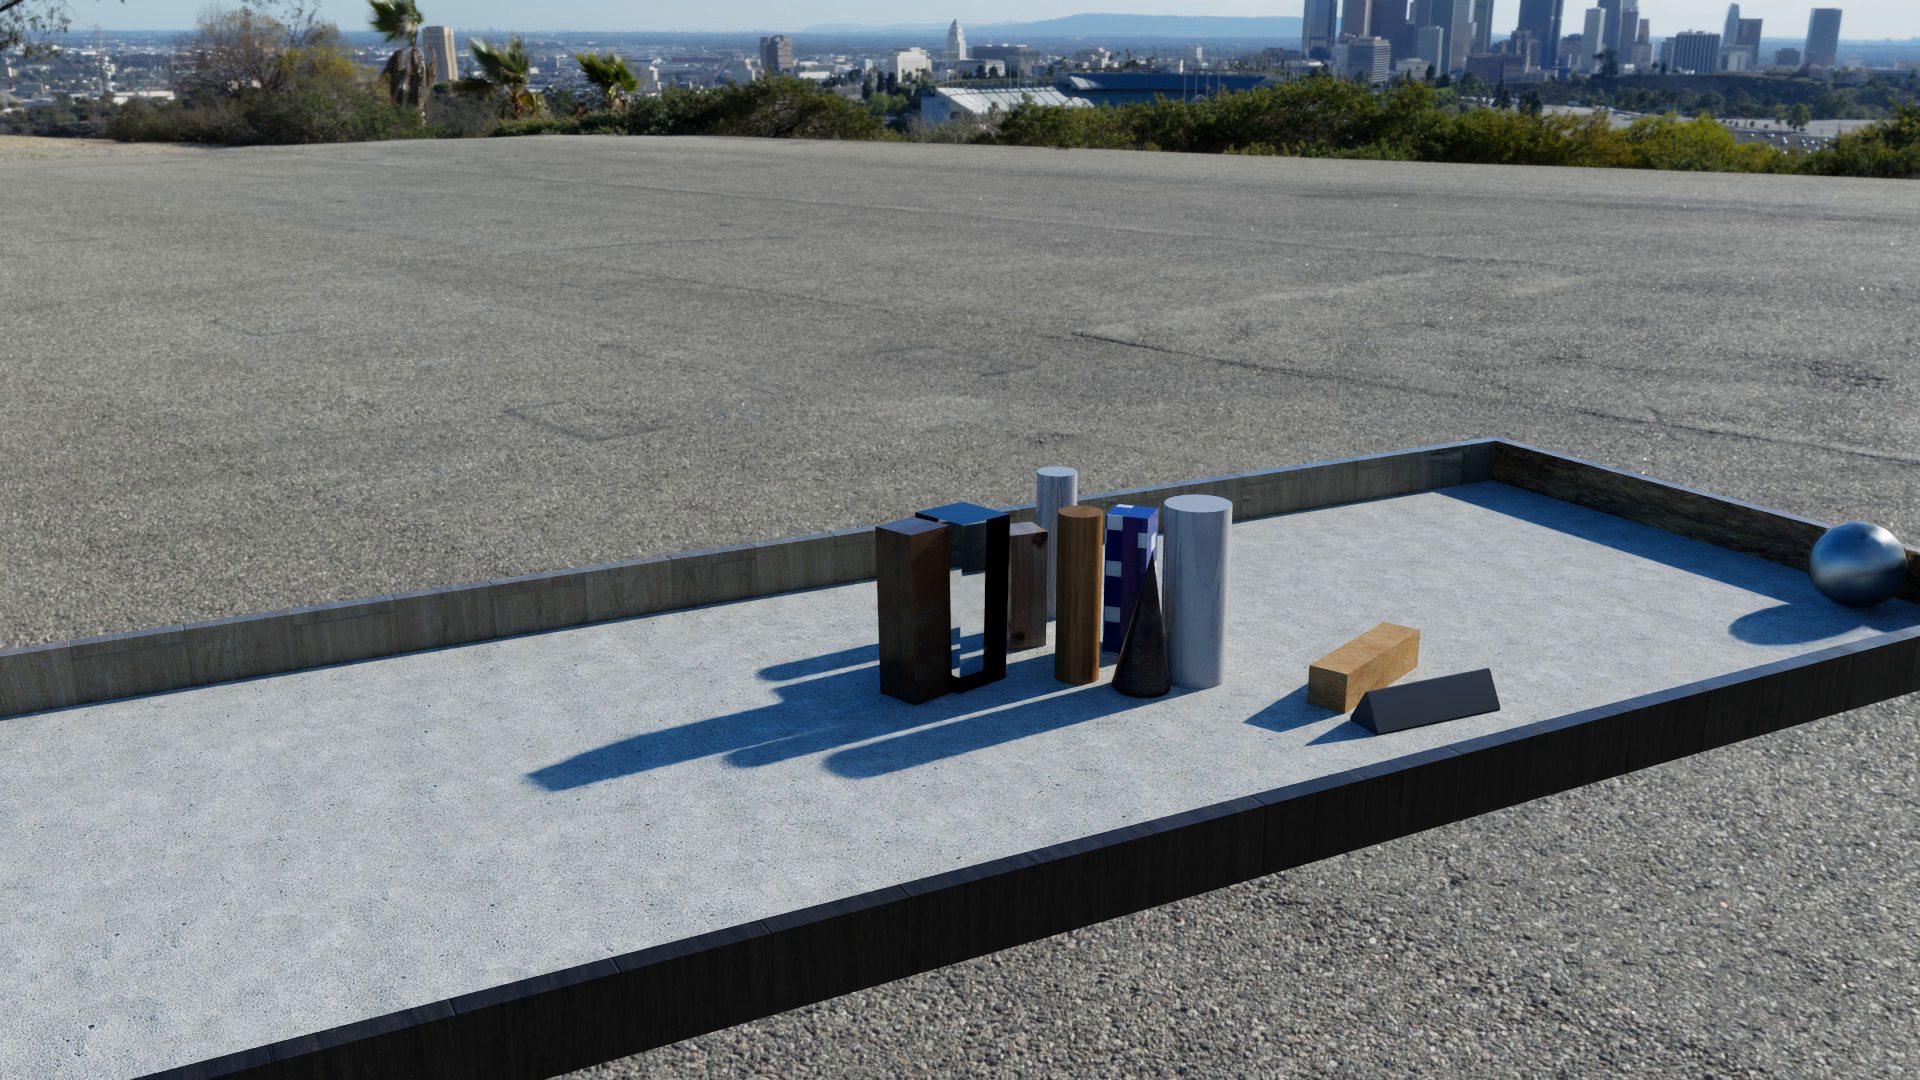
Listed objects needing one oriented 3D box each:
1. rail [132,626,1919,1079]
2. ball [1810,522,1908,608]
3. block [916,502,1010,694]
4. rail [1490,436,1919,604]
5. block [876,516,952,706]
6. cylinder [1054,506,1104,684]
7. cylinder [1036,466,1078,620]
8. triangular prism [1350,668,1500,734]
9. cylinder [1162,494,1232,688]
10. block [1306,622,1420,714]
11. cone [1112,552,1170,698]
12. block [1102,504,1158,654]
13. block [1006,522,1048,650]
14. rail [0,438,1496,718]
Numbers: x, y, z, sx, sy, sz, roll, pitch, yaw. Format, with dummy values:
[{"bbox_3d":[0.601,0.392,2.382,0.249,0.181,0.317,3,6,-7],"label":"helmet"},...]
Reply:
[{"bbox_3d":[-2.336,1.006,1.665,12.000,0.150,0.050,-9,18,-27],"label":"rail"},{"bbox_3d":[2.548,0.071,4.682,0.244,0.244,0.244,0,16,0],"label":"ball"},{"bbox_3d":[0.002,0.140,4.110,0.165,0.428,0.165,-14,21,-43],"label":"block"},{"bbox_3d":[2.466,-0.048,5.253,0.050,0.150,2.100,-9,18,-27],"label":"rail"},{"bbox_3d":[-0.111,0.171,4.013,0.125,0.426,0.125,-16,21,-43],"label":"block"},{"bbox_3d":[0.296,0.138,4.114,0.112,0.434,0.112,0,17,0],"label":"cylinder"},{"bbox_3d":[0.268,0.008,4.597,0.113,0.411,0.113,0,16,0],"label":"cylinder"},{"bbox_3d":[1.111,0.373,3.920,0.366,0.089,0.103,-7,18,-24],"label":"triangular prism"},{"bbox_3d":[0.587,0.128,4.109,0.166,0.455,0.166,-1,17,0],"label":"cylinder"},{"bbox_3d":[1.009,0.314,4.109,0.100,0.100,0.408,13,21,37],"label":"block"},{"bbox_3d":[0.457,0.192,4.036,0.147,0.362,0.147,2,22,-1],"label":"cone"},{"bbox_3d":[0.447,0.106,4.324,0.111,0.377,0.111,6,17,20],"label":"block"},{"bbox_3d":[0.161,0.122,4.377,0.104,0.317,0.104,-7,18,-22],"label":"block"},{"bbox_3d":[-3.305,0.497,3.399,12.000,0.150,0.050,-9,18,-27],"label":"rail"}]
